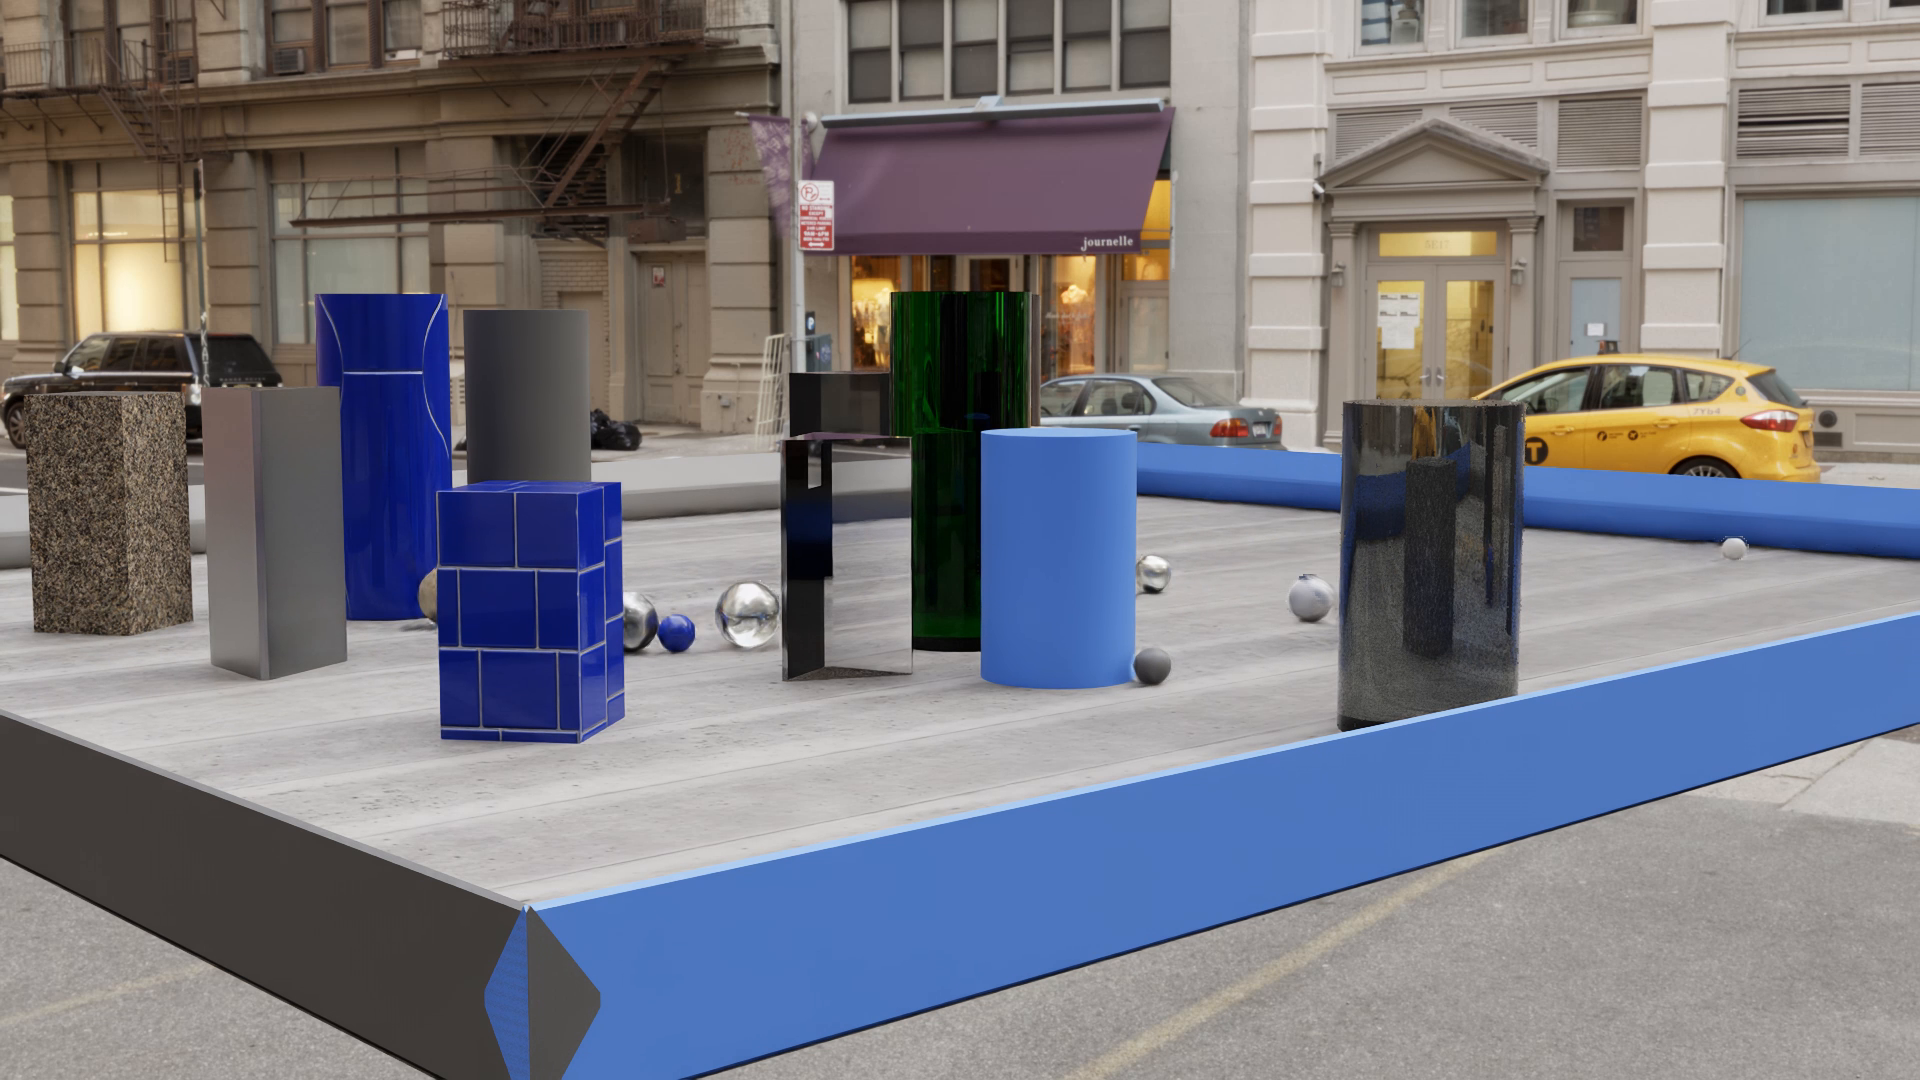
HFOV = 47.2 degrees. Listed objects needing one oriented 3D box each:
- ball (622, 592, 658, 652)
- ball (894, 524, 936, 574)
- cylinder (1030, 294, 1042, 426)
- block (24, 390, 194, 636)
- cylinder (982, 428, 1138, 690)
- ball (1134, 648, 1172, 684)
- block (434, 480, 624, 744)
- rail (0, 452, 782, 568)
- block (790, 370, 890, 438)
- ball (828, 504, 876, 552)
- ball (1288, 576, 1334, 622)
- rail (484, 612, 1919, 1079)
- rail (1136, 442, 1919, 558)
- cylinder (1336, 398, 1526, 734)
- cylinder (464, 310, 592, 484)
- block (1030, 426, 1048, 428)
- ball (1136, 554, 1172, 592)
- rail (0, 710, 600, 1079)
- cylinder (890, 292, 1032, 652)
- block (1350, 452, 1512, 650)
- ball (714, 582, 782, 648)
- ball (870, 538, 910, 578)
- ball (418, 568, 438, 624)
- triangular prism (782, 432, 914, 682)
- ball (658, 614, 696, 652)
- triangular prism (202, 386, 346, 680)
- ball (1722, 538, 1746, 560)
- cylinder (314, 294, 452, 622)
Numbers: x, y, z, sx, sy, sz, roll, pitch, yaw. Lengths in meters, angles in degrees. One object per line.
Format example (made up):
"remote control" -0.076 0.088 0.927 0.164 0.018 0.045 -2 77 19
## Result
"ball" -0.429 0.107 2.840 0.078 0.078 0.078 0 6 0
"ball" -0.070 0.015 3.681 0.082 0.082 0.082 0 6 0
"cylinder" 0.048 -0.196 3.860 0.187 0.466 0.187 0 6 0
"block" -1.182 -0.041 3.059 0.150 0.325 0.150 1 6 13
"cylinder" 0.118 0.018 2.648 0.187 0.295 0.187 0 6 0
"ball" 0.228 0.149 2.601 0.044 0.044 0.044 0 6 0
"block" -0.451 0.072 2.322 0.150 0.257 0.150 1 6 9
"rail" -0.950 -0.077 4.356 3.265 0.121 0.045 -6 8 -42
"block" -0.183 -0.117 3.734 0.150 0.334 0.150 4 7 34
"ball" -0.196 -0.021 3.999 0.089 0.089 0.089 0 6 0
"ball" 0.497 0.084 3.117 0.065 0.065 0.065 0 6 0
"rail" 0.950 0.140 2.308 3.265 0.121 0.045 -6 8 -42
"rail" 1.182 -0.083 4.417 0.045 0.121 2.850 -6 8 -42
"cylinder" 0.494 0.028 2.313 0.187 0.345 0.187 0 6 0
"cylinder" -0.659 -0.131 3.365 0.187 0.440 0.187 0 6 0
"block" 0.070 -0.038 3.339 0.150 0.261 0.150 4 8 36
"ball" 0.301 0.053 3.440 0.059 0.059 0.059 0 6 0
"rail" -1.182 0.147 2.247 0.045 0.121 2.850 -6 8 -42
"cylinder" 0.000 -0.096 2.916 0.187 0.464 0.187 0 6 0
"block" 0.627 0.012 2.939 0.150 0.245 0.150 -2 6 -20
"ball" -0.278 0.098 2.882 0.087 0.087 0.087 0 6 0
"ball" -0.114 0.030 3.618 0.066 0.066 0.066 0 6 0
"ball" -0.712 0.078 3.070 0.087 0.087 0.087 0 6 0
"triangular prism" -0.156 0.016 2.701 0.162 0.288 0.140 -2 6 -19
"ball" -0.367 0.120 2.846 0.049 0.049 0.049 0 6 0
"triangular prism" -0.829 -0.015 2.717 0.140 0.346 0.162 -5 8 -40
"ball" 1.365 0.015 3.877 0.041 0.041 0.041 0 6 0
"cylinder" -0.834 -0.125 3.196 0.187 0.463 0.187 0 6 0
